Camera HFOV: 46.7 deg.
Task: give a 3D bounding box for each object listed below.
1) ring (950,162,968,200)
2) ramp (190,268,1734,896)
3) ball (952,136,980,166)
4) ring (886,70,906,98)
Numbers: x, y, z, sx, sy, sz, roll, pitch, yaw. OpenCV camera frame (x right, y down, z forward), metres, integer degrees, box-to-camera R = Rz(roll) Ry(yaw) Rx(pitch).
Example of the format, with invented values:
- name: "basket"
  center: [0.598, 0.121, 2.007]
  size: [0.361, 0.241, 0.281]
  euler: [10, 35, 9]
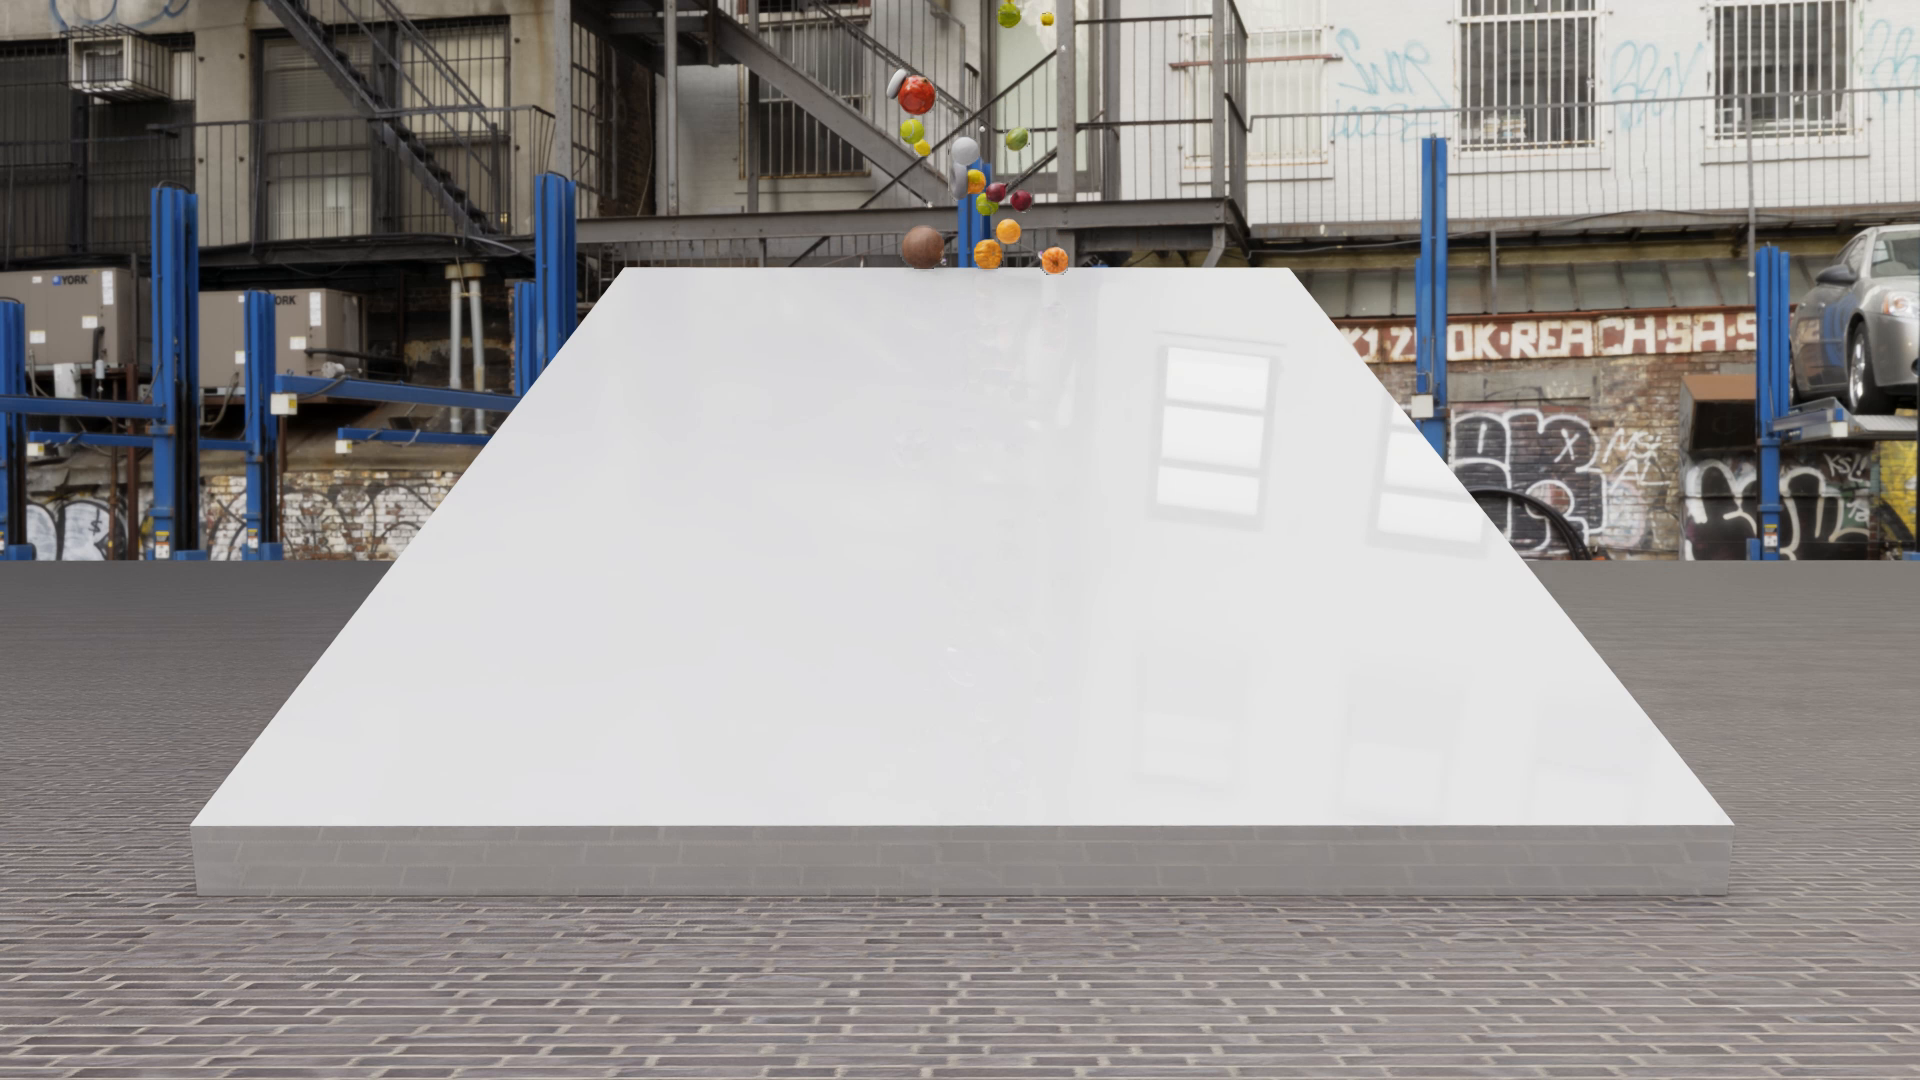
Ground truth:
- name: "ring"
  center: [-0.002, -1.075, 6.657]
  size: [0.038, 0.114, 0.114]
  euler: [-5, 1, -12]
- name: "ramp"
  center: [-0.003, -0.177, 4.806]
  size: [2.000, 0.100, 4.000]
  euler: [0, 17, 0]
- name: "ball"
  center: [0.015, -1.103, 6.319]
  size: [0.080, 0.080, 0.080]
  euler: [0, 0, 0]
- name: "ring"
  center: [-0.190, -1.359, 6.639]
  size: [0.031, 0.093, 0.093]
  euler: [27, 0, 1]
